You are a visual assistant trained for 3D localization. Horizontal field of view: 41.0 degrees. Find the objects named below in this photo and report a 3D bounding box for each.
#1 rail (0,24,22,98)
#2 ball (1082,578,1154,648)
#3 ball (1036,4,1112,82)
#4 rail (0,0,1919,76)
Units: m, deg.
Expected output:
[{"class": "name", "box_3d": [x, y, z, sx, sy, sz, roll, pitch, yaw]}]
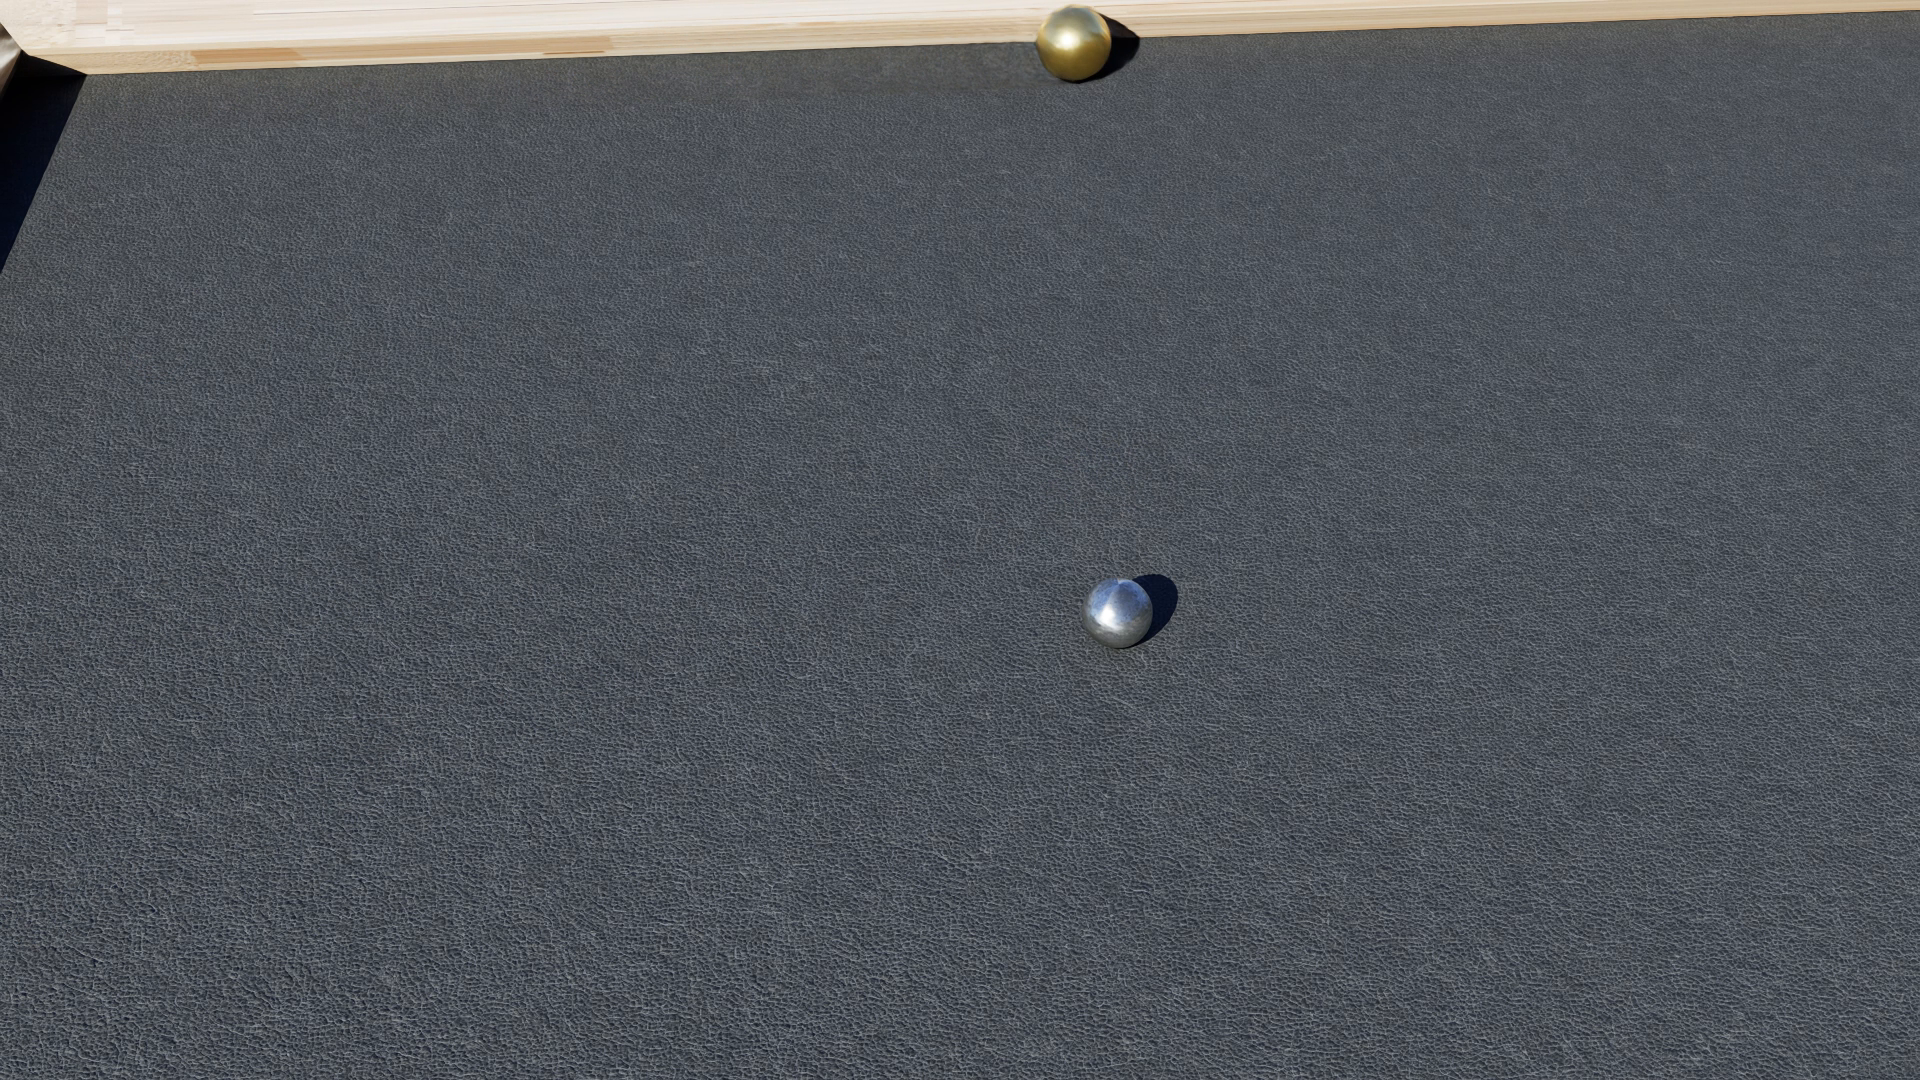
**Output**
[{"class": "rail", "box_3d": [-0.766, 0.022, 1.600, 0.045, 0.086, 1.585, -3, 36, -4]}, {"class": "ball", "box_3d": [0.098, 0.045, 1.605, 0.045, 0.045, 0.045, 0, 36, 0]}, {"class": "ball", "box_3d": [0.099, -0.434, 2.241, 0.066, 0.066, 0.066, 0, 36, 0]}, {"class": "rail", "box_3d": [0.728, -0.505, 2.320, 3.169, 0.086, 0.045, -3, 36, -4]}]
